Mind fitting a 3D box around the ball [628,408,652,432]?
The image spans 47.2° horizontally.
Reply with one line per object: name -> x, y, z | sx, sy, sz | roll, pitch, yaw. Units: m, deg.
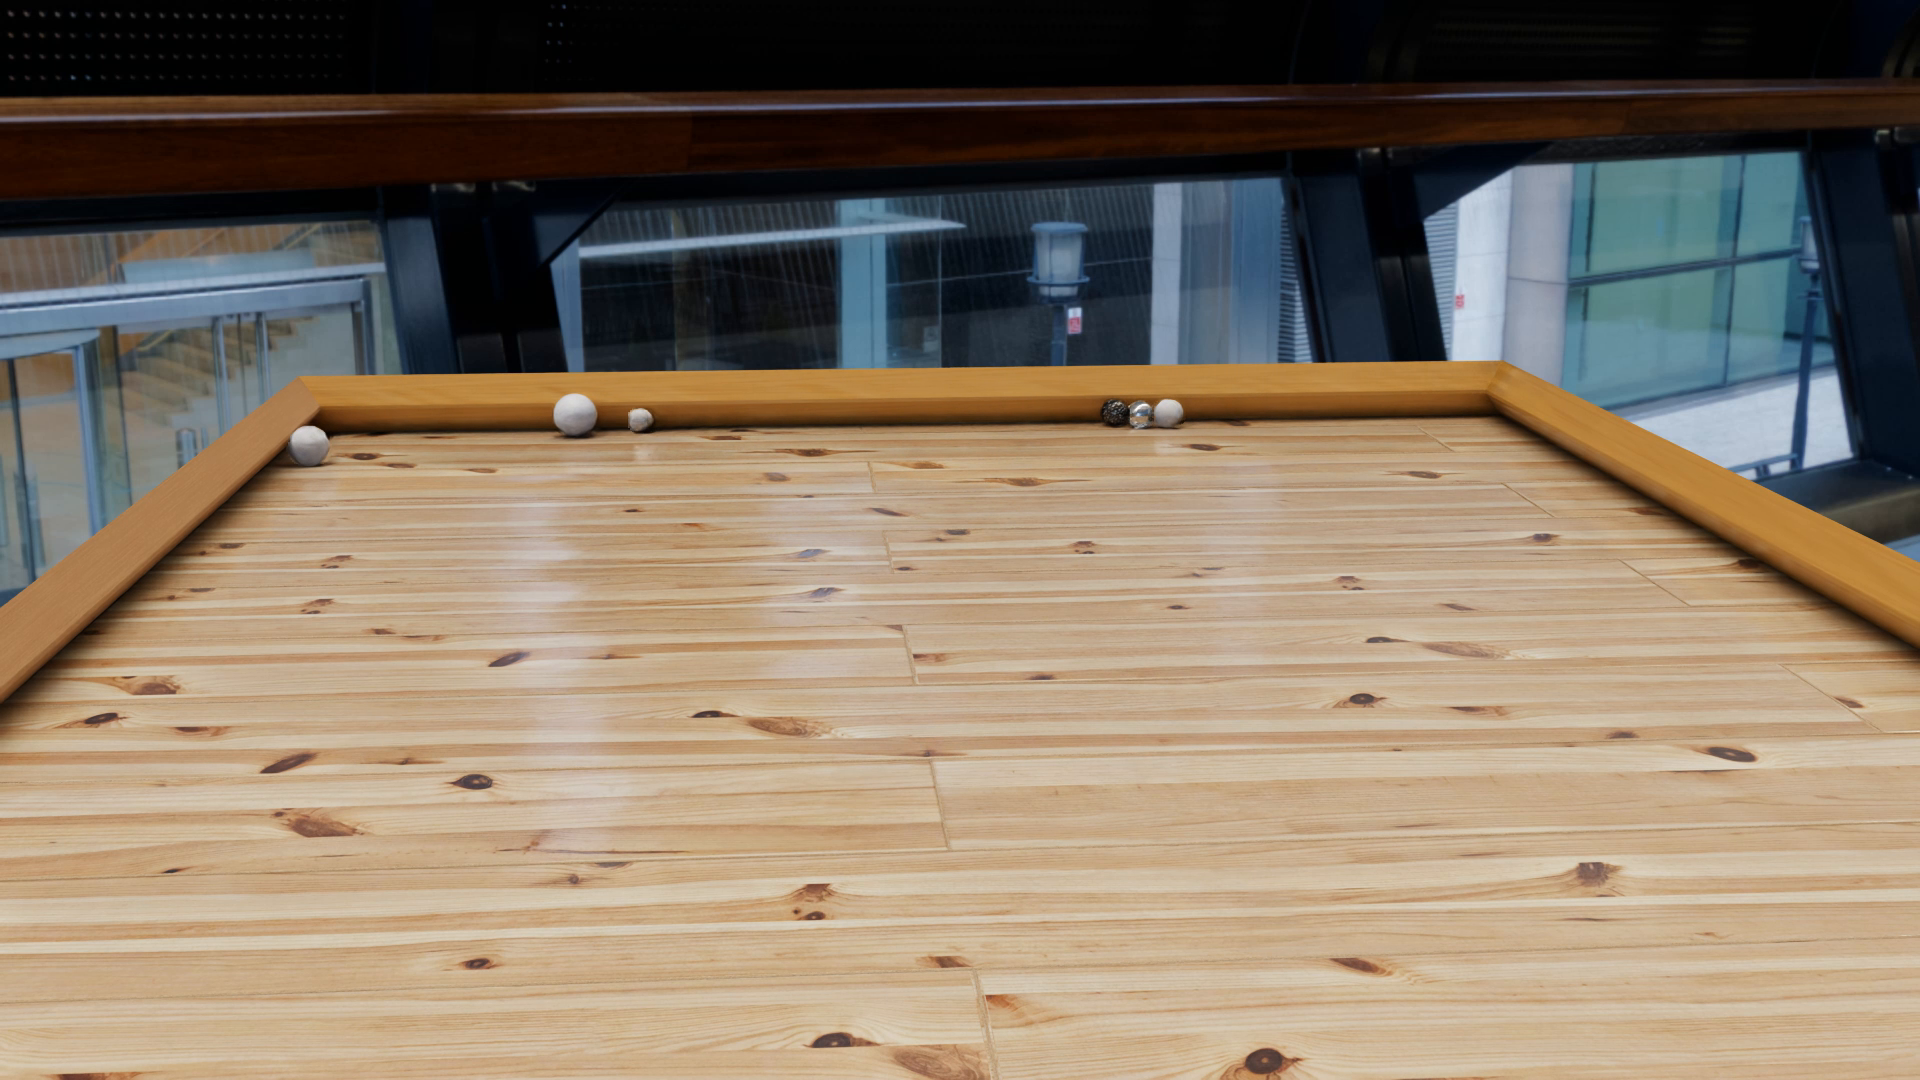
ball -> -0.570, -0.214, 3.924 | 0.042, 0.042, 0.042 | 0, 14, 0

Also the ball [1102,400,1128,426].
ball -> 0.280, -0.231, 3.985 | 0.048, 0.048, 0.048 | 0, 14, 0

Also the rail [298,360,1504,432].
rail -> -0.082, -0.258, 3.983 | 2.194, 0.099, 0.045 | -1, 14, -5

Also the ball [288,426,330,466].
ball -> -1.077, -0.156, 3.638 | 0.066, 0.066, 0.066 | 0, 14, 0

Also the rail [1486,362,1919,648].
rail -> 1.153, 0.197, 2.107 | 0.045, 0.099, 4.096 | -1, 14, -5

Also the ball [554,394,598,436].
ball -> -0.679, -0.221, 3.880 | 0.076, 0.076, 0.076 | 0, 14, 0

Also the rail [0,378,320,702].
rail -> -0.986, 0.238, 1.937 | 0.045, 0.099, 4.096 | -1, 14, -5

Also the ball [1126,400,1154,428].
ball -> 0.324, -0.227, 3.966 | 0.049, 0.049, 0.049 | 0, 14, 0

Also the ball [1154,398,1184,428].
ball -> 0.376, -0.228, 3.962 | 0.053, 0.053, 0.053 | 0, 14, 0
